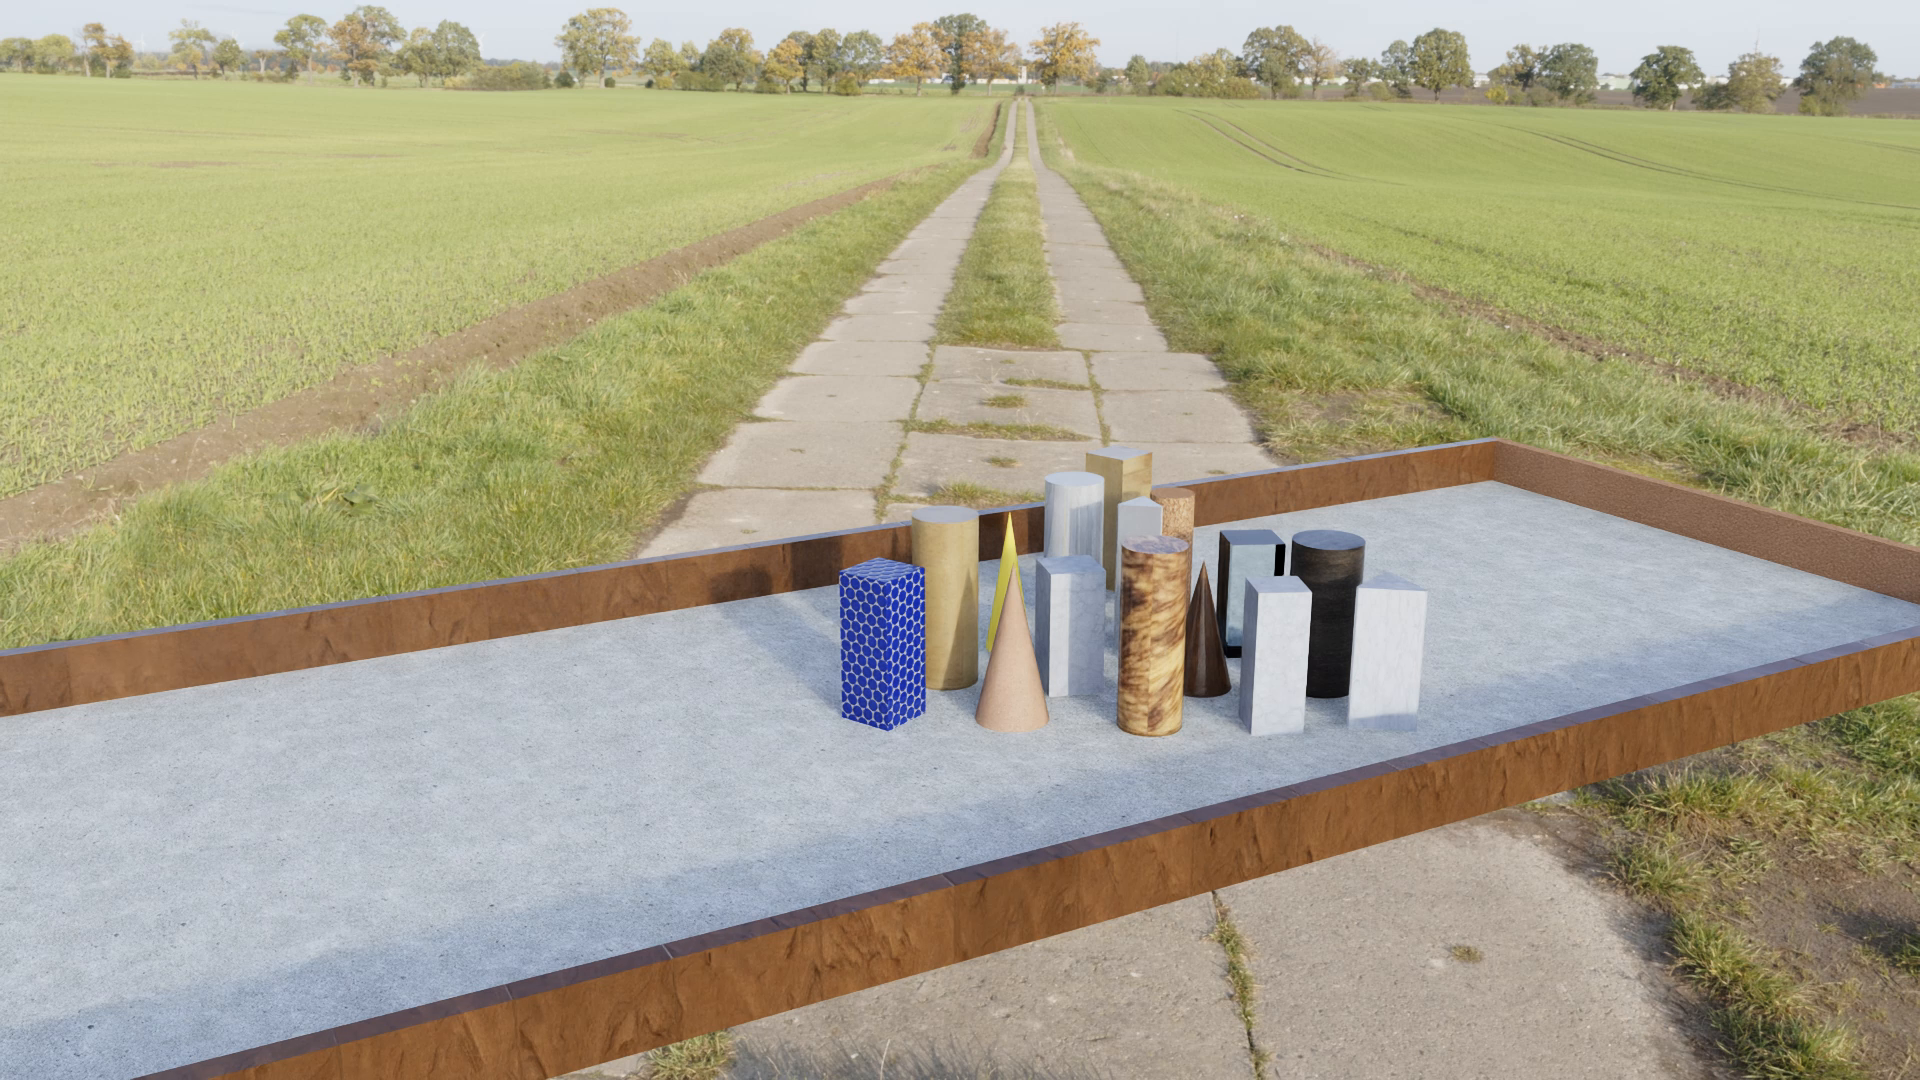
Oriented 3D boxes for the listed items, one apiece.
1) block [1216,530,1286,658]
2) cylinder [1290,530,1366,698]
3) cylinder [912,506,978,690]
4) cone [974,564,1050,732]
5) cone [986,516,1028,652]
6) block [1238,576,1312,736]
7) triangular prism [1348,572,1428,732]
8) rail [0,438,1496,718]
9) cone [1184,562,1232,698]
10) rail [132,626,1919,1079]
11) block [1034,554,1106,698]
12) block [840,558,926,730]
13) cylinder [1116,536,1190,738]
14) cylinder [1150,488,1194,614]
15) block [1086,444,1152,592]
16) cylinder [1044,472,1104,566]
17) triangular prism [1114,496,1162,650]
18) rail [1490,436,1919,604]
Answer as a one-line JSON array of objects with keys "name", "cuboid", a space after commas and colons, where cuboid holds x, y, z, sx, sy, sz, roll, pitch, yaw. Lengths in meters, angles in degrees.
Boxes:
[{"name": "block", "cuboid": [0.760, 0.140, 4.333, 0.139, 0.308, 0.139, -1, 16, -5]}, {"name": "cylinder", "cuboid": [0.897, 0.181, 4.066, 0.176, 0.379, 0.176, 0, 16, 0]}, {"name": "cylinder", "cuboid": [-0.036, 0.143, 4.103, 0.166, 0.431, 0.166, 0, 16, 0]}, {"name": "cone", "cuboid": [0.124, 0.236, 3.862, 0.177, 0.389, 0.177, 0, 16, 0]}, {"name": "cone", "cuboid": [0.129, 0.104, 4.335, 0.122, 0.375, 0.122, 0, 16, 0]}, {"name": "block", "cuboid": [0.730, 0.268, 3.829, 0.123, 0.346, 0.123, -1, 16, -4]}, {"name": "triangular prism", "cuboid": [0.996, 0.258, 3.868, 0.156, 0.343, 0.135, 3, 17, 10]}, {"name": "rail", "cuboid": [-3.305, 0.497, 3.399, 12.000, 0.150, 0.050, -9, 18, -27]}, {"name": "cone", "cuboid": [0.596, 0.205, 4.071, 0.163, 0.331, 0.163, 0, 16, 0]}, {"name": "rail", "cuboid": [-2.336, 1.006, 1.665, 12.000, 0.150, 0.050, -9, 18, -27]}, {"name": "block", "cuboid": [0.271, 0.211, 4.079, 0.138, 0.315, 0.138, -4, 17, -12]}, {"name": "block", "cuboid": [-0.181, 0.243, 3.883, 0.141, 0.364, 0.141, 12, 20, 35]}, {"name": "cylinder", "cuboid": [0.445, 0.222, 3.818, 0.153, 0.441, 0.153, 0, 16, 0]}, {"name": "cylinder", "cuboid": [0.588, 0.036, 4.613, 0.124, 0.348, 0.124, 0, 16, 0]}, {"name": "block", "cuboid": [0.464, -0.064, 4.866, 0.138, 0.399, 0.138, 15, 22, 41]}, {"name": "cylinder", "cuboid": [0.316, 0.019, 4.598, 0.165, 0.391, 0.165, 0, 16, 0]}, {"name": "triangular prism", "cuboid": [0.474, 0.088, 4.352, 0.115, 0.396, 0.100, 3, 17, 11]}, {"name": "rail", "cuboid": [2.466, -0.048, 5.253, 0.050, 0.150, 2.100, -9, 18, -27]}]
